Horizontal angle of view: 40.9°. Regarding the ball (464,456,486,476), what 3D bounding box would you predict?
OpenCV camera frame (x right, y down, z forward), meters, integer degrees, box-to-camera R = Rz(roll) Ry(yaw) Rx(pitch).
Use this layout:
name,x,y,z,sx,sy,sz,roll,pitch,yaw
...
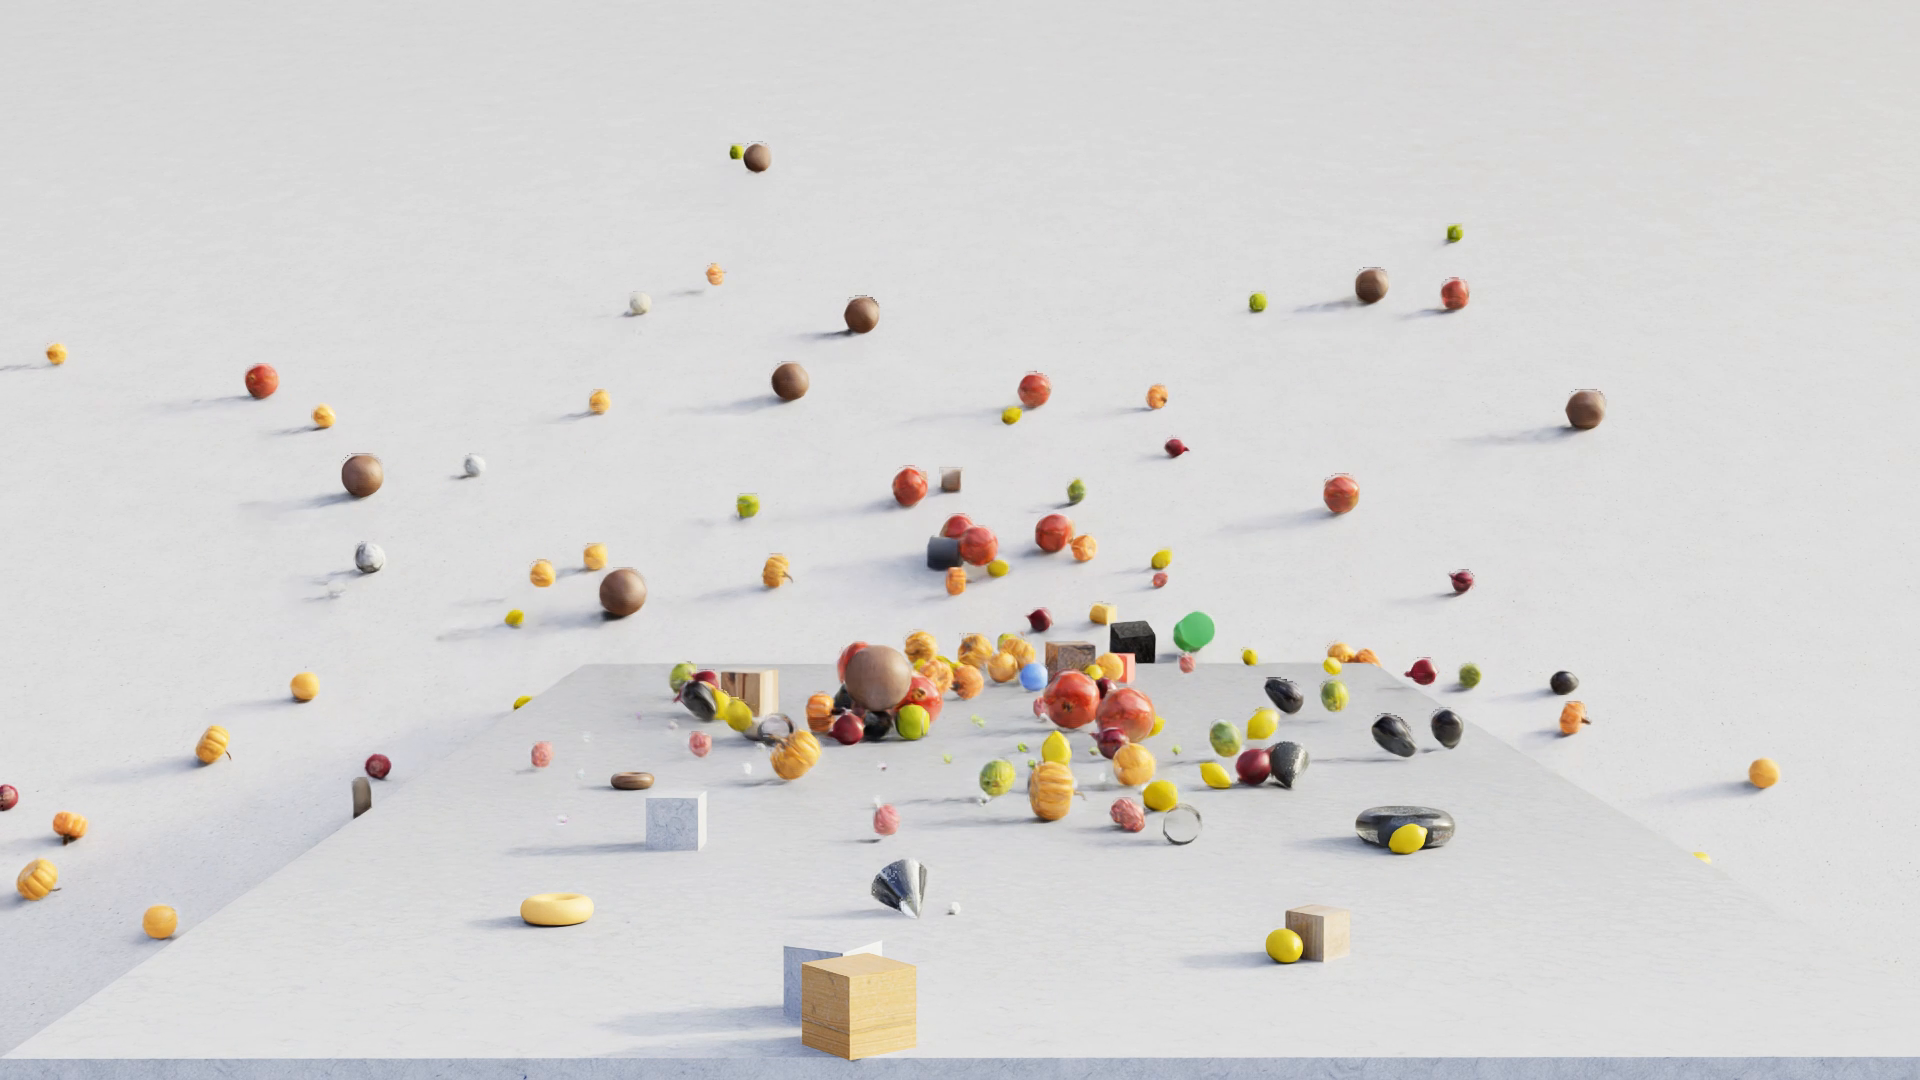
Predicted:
name,x,y,z,sx,sy,sz,roll,pitch,yaw
ball,-1.516,-0.231,8.037,0.067,0.067,0.067,0,22,0

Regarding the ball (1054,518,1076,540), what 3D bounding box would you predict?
name,x,y,z,sx,sy,sz,roll,pitch,yaw
ball,0.308,-0.034,7.551,0.067,0.067,0.067,0,22,0

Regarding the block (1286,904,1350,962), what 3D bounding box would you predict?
name,x,y,z,sx,sy,sz,roll,pitch,yaw
block,0.418,0.459,3.006,0.054,0.054,0.054,2,4,42

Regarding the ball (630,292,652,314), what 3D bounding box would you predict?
name,x,y,z,sx,sy,sz,roll,pitch,yaw
ball,-1.198,-0.887,9.642,0.081,0.081,0.081,0,22,0

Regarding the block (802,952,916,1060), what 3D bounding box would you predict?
name,x,y,z,sx,sy,sz,roll,pitch,yaw
block,-0.101,0.466,2.578,0.082,0.082,0.082,-2,4,-38

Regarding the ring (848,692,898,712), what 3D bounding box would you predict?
name,x,y,z,sx,sy,sz,roll,pitch,yaw
ring,-0.186,0.346,5.507,0.108,0.036,0.108,-1,4,0

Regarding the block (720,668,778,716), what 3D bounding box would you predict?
name,x,y,z,sx,sy,sz,roll,pitch,yaw
block,-0.445,0.322,5.441,0.091,0.091,0.091,1,3,21

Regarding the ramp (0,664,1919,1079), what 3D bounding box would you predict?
name,x,y,z,sx,sy,sz,roll,pitch,yaw
ramp,0.051,0.462,4.533,2.000,0.100,4.000,0,3,0

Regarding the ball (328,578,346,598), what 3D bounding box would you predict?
name,x,y,z,sx,sy,sz,roll,pitch,yaw
ball,-1.733,0.134,7.153,0.053,0.053,0.053,0,22,0

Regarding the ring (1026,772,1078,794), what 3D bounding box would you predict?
name,x,y,z,sx,sy,sz,roll,pitch,yaw
ring,0.155,0.408,4.316,0.086,0.029,0.086,-1,2,0

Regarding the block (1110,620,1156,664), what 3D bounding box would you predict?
name,x,y,z,sx,sy,sz,roll,pitch,yaw
block,0.452,0.278,6.741,0.097,0.097,0.097,-4,22,-11

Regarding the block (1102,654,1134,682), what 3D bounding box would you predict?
name,x,y,z,sx,sy,sz,roll,pitch,yaw
block,0.376,0.303,6.104,0.062,0.062,0.062,1,3,19

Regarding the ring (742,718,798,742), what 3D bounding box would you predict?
name,x,y,z,sx,sy,sz,roll,pitch,yaw
ring,-0.369,0.370,5.014,0.112,0.037,0.112,1,3,0

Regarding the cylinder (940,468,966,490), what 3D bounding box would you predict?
name,x,y,z,sx,sy,sz,roll,pitch,yaw
cylinder,-0.021,-0.187,7.927,0.065,0.065,0.065,2,22,12

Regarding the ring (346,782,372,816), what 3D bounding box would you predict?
name,x,y,z,sx,sy,sz,roll,pitch,yaw
ring,-1.368,0.609,5.889,0.040,0.121,0.121,-24,29,-15

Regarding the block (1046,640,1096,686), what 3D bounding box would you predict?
name,x,y,z,sx,sy,sz,roll,pitch,yaw
block,0.260,0.290,6.052,0.094,0.094,0.094,-1,3,-16

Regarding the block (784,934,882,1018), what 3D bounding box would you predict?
name,x,y,z,sx,sy,sz,roll,pitch,yaw
block,-0.134,0.463,2.718,0.075,0.075,0.075,2,3,31

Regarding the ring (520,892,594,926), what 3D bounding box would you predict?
name,x,y,z,sx,sy,sz,roll,pitch,yaw
ring,-0.504,0.461,3.215,0.092,0.031,0.092,-1,1,0

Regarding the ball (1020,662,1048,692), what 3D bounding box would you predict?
name,x,y,z,sx,sy,sz,roll,pitch,yaw
ball,0.170,0.313,5.875,0.065,0.065,0.065,0,22,0

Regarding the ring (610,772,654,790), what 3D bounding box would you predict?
name,x,y,z,sx,sy,sz,roll,pitch,yaw
ring,-0.556,0.408,4.362,0.075,0.025,0.075,0,1,0

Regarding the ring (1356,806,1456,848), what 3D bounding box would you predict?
name,x,y,z,sx,sy,sz,roll,pitch,yaw
ring,0.657,0.423,3.797,0.147,0.049,0.147,0,1,0

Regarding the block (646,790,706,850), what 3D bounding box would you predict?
name,x,y,z,sx,sy,sz,roll,pitch,yaw
block,-0.416,0.411,3.771,0.077,0.077,0.077,0,3,3

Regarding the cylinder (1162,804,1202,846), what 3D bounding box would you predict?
name,x,y,z,sx,sy,sz,roll,pitch,yaw
cylinder,0.328,0.420,3.801,0.054,0.054,0.054,4,3,10

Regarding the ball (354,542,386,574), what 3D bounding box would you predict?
name,x,y,z,sx,sy,sz,roll,pitch,yaw
ball,-1.678,0.051,7.313,0.088,0.088,0.088,0,22,0

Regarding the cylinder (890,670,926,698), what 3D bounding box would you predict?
name,x,y,z,sx,sy,sz,roll,pitch,yaw
cylinder,-0.117,0.322,5.765,0.059,0.059,0.059,10,7,24

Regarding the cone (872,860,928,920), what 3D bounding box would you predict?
name,x,y,z,sx,sy,sz,roll,pitch,yaw
cone,-0.064,0.457,3.253,0.076,0.076,0.076,-8,32,-19
